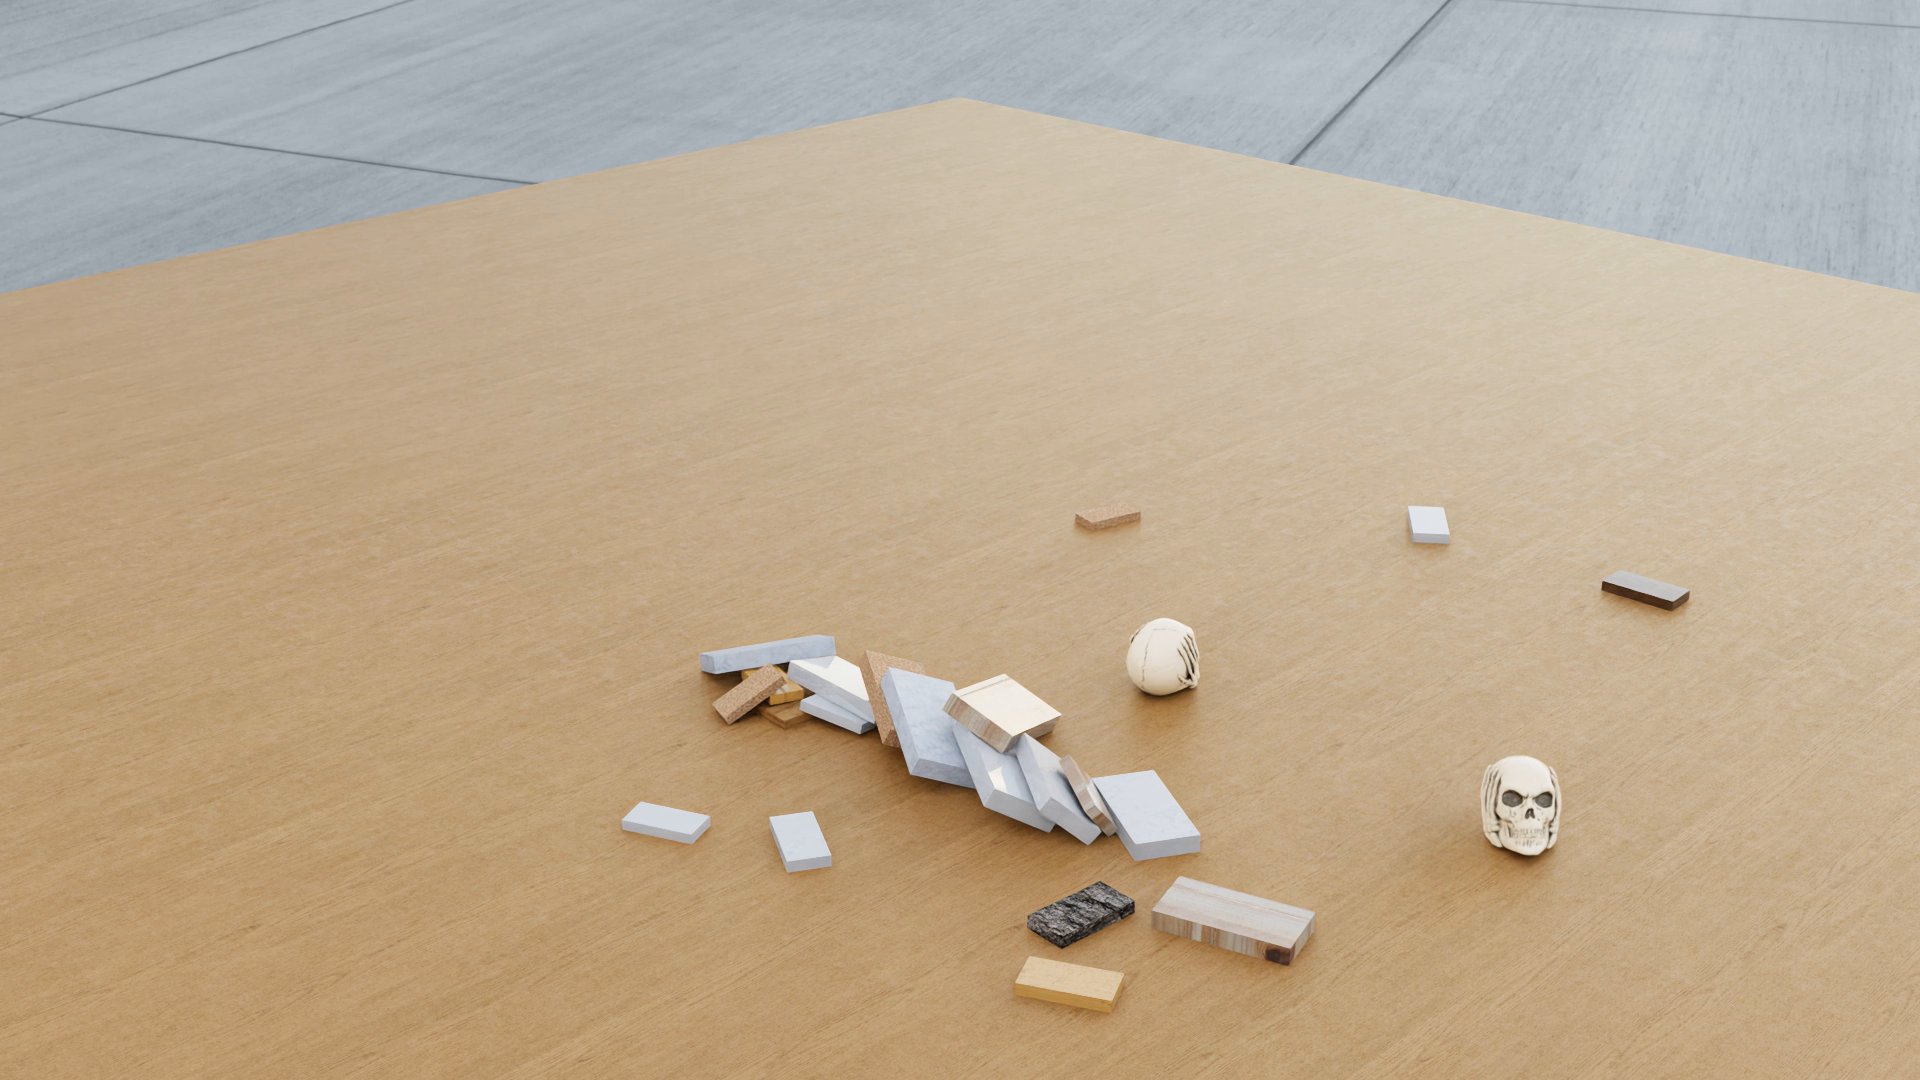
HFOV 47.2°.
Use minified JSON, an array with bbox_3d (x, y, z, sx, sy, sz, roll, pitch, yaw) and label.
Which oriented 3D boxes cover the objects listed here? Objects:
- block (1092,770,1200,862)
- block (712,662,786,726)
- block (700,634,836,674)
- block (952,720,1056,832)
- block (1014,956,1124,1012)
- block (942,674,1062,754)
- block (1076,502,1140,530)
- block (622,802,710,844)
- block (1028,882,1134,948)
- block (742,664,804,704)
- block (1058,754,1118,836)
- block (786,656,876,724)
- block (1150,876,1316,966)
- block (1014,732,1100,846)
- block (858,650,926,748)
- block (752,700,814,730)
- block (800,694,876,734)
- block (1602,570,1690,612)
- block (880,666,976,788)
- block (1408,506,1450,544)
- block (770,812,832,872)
[{"bbox_3d":[0.370,0.551,4.414,0.135,0.038,0.270,-6,24,-14],"label":"block"},{"bbox_3d":[-0.465,0.338,4.846,0.157,0.022,0.078,-36,32,-11],"label":"block"},{"bbox_3d":[-0.441,0.260,5.032,0.284,0.040,0.142,-9,3,-19],"label":"block"},{"bbox_3d":[0.092,0.471,4.487,0.156,0.044,0.312,25,17,-22],"label":"block"},{"bbox_3d":[0.194,0.784,3.881,0.175,0.025,0.088,7,24,17],"label":"block"},{"bbox_3d":[0.092,0.364,4.652,0.156,0.044,0.312,35,15,16],"label":"block"},{"bbox_3d":[0.396,-0.064,5.883,0.157,0.022,0.078,-13,26,-28],"label":"block"},{"bbox_3d":[-0.588,0.566,4.399,0.157,0.022,0.078,9,25,20],"label":"block"},{"bbox_3d":[0.225,0.696,4.087,0.186,0.026,0.093,-18,29,-37],"label":"block"},{"bbox_3d":[-0.420,0.321,4.913,0.081,0.023,0.161,-9,23,-27],"label":"block"},{"bbox_3d":[0.258,0.512,4.417,0.025,0.088,0.175,-38,33,7],"label":"block"},{"bbox_3d":[-0.235,0.330,4.873,0.283,0.040,0.142,24,18,39],"label":"block"},{"bbox_3d":[0.504,0.701,4.059,0.270,0.038,0.135,12,26,25],"label":"block"},{"bbox_3d":[0.193,0.500,4.432,0.135,0.038,0.270,37,12,-22],"label":"block"},{"bbox_3d":[-0.122,0.351,4.747,0.142,0.040,0.283,15,28,-24],"label":"block"},{"bbox_3d":[-0.403,0.370,4.860,0.081,0.023,0.161,-19,29,-37],"label":"block"},{"bbox_3d":[-0.261,0.377,4.805,0.161,0.023,0.081,19,19,26],"label":"block"},{"bbox_3d":[1.694,0.124,5.435,0.186,0.026,0.093,20,30,38],"label":"block"},{"bbox_3d":[-0.058,0.394,4.630,0.156,0.044,0.312,15,28,-24],"label":"block"},{"bbox_3d":[1.240,-0.041,5.823,0.093,0.026,0.186,3,23,6],"label":"block"},{"bbox_3d":[-0.315,0.593,4.330,0.088,0.025,0.175,-6,24,-14],"label":"block"}]
